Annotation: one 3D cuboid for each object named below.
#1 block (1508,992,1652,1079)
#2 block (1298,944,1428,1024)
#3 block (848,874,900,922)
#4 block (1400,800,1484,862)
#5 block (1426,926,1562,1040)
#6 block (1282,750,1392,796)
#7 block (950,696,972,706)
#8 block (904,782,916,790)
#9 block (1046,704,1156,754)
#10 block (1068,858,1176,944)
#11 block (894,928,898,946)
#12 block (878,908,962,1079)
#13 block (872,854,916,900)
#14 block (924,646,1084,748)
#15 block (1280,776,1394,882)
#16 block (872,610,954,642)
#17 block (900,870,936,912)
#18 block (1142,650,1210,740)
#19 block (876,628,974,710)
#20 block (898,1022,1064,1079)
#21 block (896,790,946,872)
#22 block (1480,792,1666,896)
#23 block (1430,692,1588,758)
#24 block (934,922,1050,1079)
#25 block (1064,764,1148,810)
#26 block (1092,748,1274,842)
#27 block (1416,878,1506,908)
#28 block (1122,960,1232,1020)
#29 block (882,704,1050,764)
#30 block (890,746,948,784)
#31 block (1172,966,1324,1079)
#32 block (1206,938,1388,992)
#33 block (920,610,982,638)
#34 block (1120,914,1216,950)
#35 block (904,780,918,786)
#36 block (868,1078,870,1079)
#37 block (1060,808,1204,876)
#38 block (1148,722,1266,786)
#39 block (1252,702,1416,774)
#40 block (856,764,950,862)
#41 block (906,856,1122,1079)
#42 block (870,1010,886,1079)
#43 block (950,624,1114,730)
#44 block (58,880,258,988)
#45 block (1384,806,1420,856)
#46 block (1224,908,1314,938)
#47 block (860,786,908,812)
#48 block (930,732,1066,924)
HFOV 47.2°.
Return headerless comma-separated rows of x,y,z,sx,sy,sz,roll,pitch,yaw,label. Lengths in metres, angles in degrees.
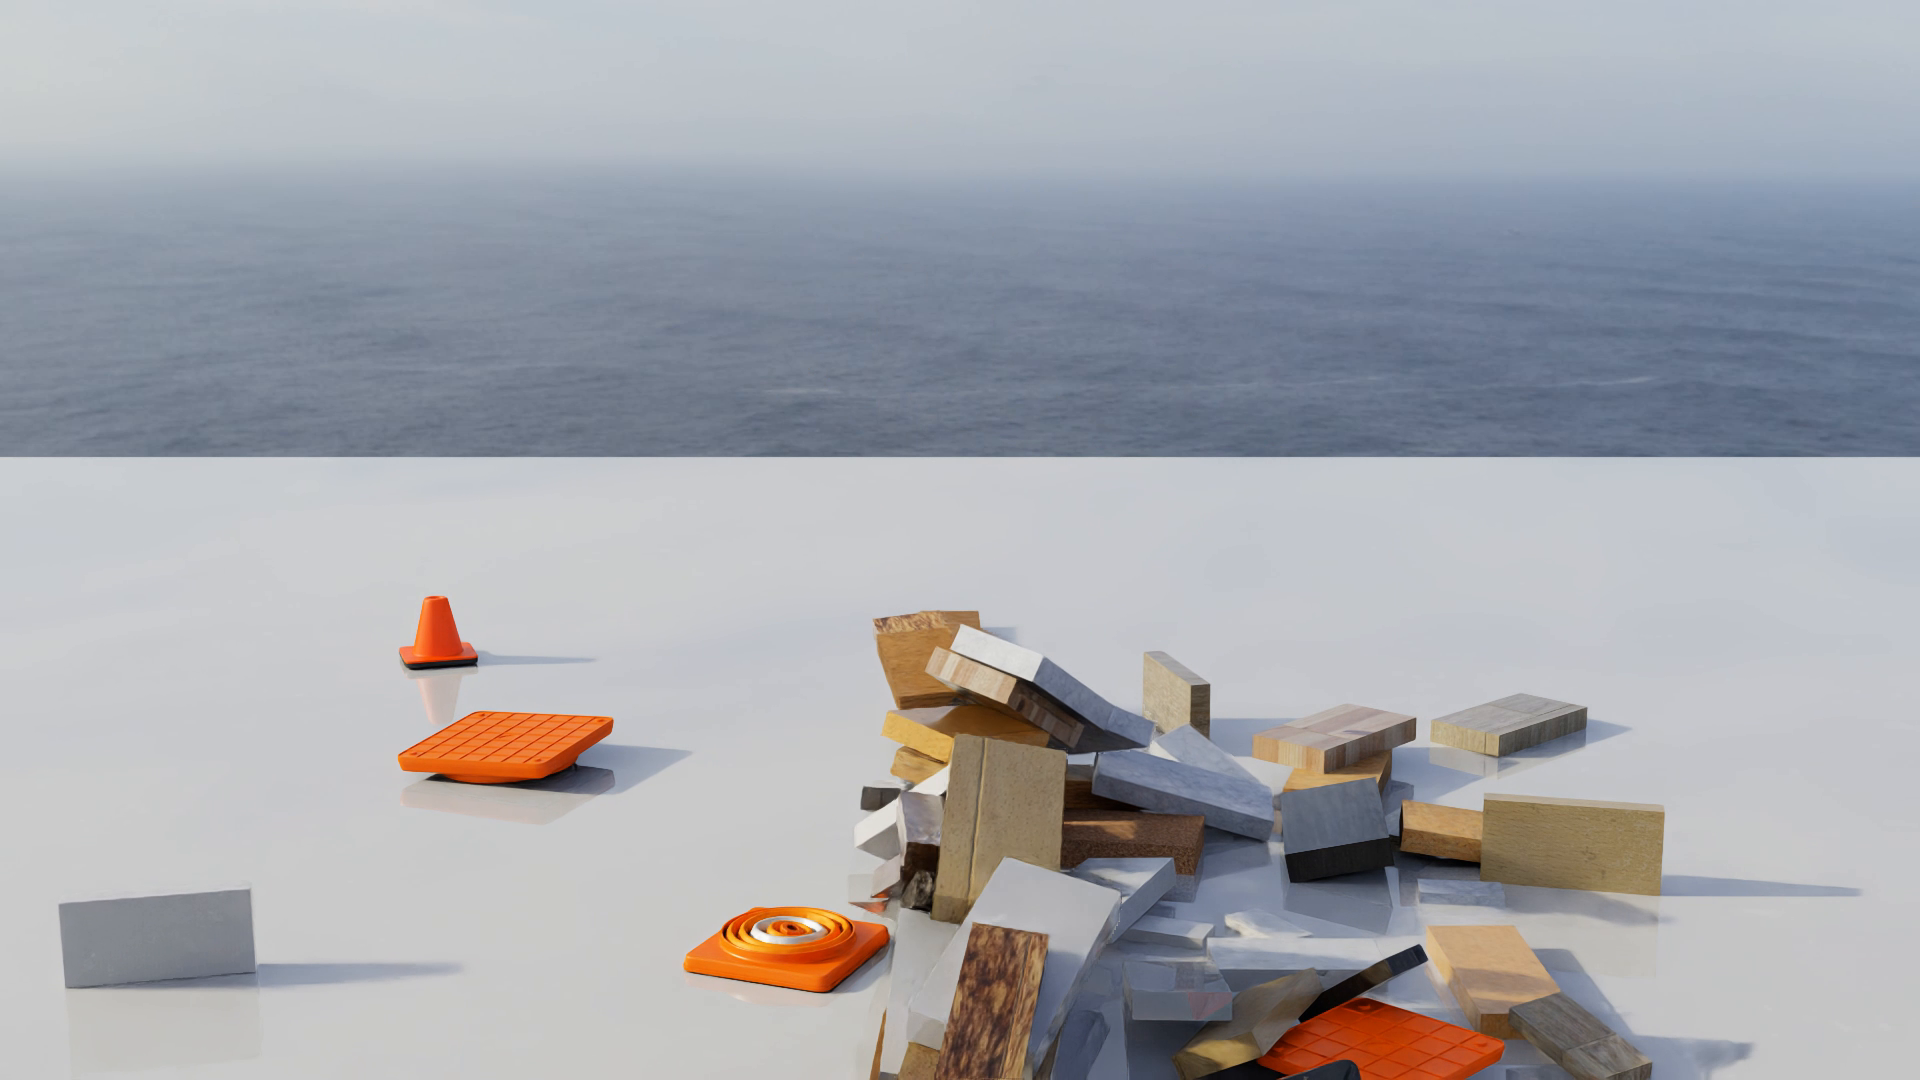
0.841,0.682,2.989,0.091,0.026,0.183,-10,24,-24,block
0.564,0.627,3.101,0.091,0.026,0.183,-8,-24,-46,block
-0.064,0.549,3.378,0.144,0.041,0.288,-5,-16,13,block
0.918,0.519,3.839,0.292,0.041,0.146,8,14,9,block
0.794,0.649,3.247,0.135,0.038,0.347,0,11,-1,block
0.730,0.461,4.236,0.165,0.047,0.330,3,11,17,block
0.018,0.370,4.177,0.113,0.032,0.418,21,-16,0,block
-0.046,0.432,4.080,0.085,0.024,0.169,2,11,10,block
0.142,0.353,4.115,0.159,0.045,0.664,24,-16,-17,block
0.225,0.579,3.549,0.153,0.043,0.307,-4,8,25,block
-0.010,0.579,3.079,0.157,0.045,0.315,7,-18,1,block
-0.006,0.575,2.700,0.165,0.047,0.330,7,25,0,block
-0.037,0.479,3.088,0.136,0.039,0.273,8,-15,-9,block
0.079,0.267,3.689,0.159,0.045,0.318,20,-9,29,block
0.661,0.507,3.878,0.177,0.050,0.354,-11,9,9,block
-0.063,0.274,4.630,0.150,0.042,0.449,-7,26,-12,block
0.007,0.496,2.966,0.157,0.045,0.315,8,-16,-3,block
0.451,0.340,4.607,0.042,0.150,0.300,-3,11,-14,block
-0.074,0.268,4.525,0.151,0.043,0.302,-6,23,-9,block
0.013,0.624,2.462,0.165,0.047,0.330,9,22,7,block
-0.013,0.403,3.002,0.136,0.039,0.273,9,7,-5,block
1.027,0.511,3.697,0.292,0.146,0.041,3,11,14,block
1.158,0.388,4.630,0.330,0.047,0.165,-10,14,-42,block
0.030,0.553,2.425,0.091,0.026,0.366,8,29,6,block
0.184,0.452,4.056,0.354,0.050,0.177,6,2,-36,block
0.405,0.455,3.996,0.328,0.041,0.146,15,19,0,block
0.829,0.585,3.644,0.137,0.019,0.068,1,11,7,block
0.306,0.640,3.133,0.135,0.038,0.270,0,-2,1,block
0.013,0.316,3.582,0.144,0.041,0.288,20,9,30,block
0.016,0.355,3.616,0.144,0.041,0.405,17,8,14,block
0.398,0.664,3.020,0.127,0.036,0.255,-27,-4,29,block
0.505,0.639,3.307,0.255,0.036,0.127,0,11,1,block
-0.017,0.304,5.090,0.151,0.043,1.115,0,11,-1,block
0.326,0.618,3.468,0.137,0.019,0.068,4,11,22,block
-0.014,0.411,3.716,0.140,0.040,0.281,16,-6,5,block
-0.129,0.719,2.748,0.081,0.023,0.161,-37,2,6,block
0.245,0.526,3.875,0.354,0.050,0.177,2,11,12,block
0.467,0.433,4.151,0.104,0.029,0.208,-20,47,-41,block
0.745,0.391,4.357,0.165,0.047,0.330,10,14,42,block
-0.013,0.400,3.209,0.136,0.039,0.273,28,-48,-32,block
0.068,0.500,2.597,0.153,0.043,0.307,15,32,17,block
-0.029,0.680,2.644,0.165,0.047,0.548,7,5,1,block
0.124,0.229,3.635,0.159,0.045,0.318,20,-9,30,block
-1.199,0.590,3.295,0.270,0.135,0.038,-3,13,-13,block
0.821,0.519,3.969,0.104,0.029,0.208,7,13,33,block
0.487,0.616,3.474,0.068,0.019,0.137,-6,12,-30,block
-0.071,0.474,3.918,0.140,0.040,0.281,3,-10,14,block
0.054,0.381,2.869,0.153,0.043,0.324,10,33,-1,block
